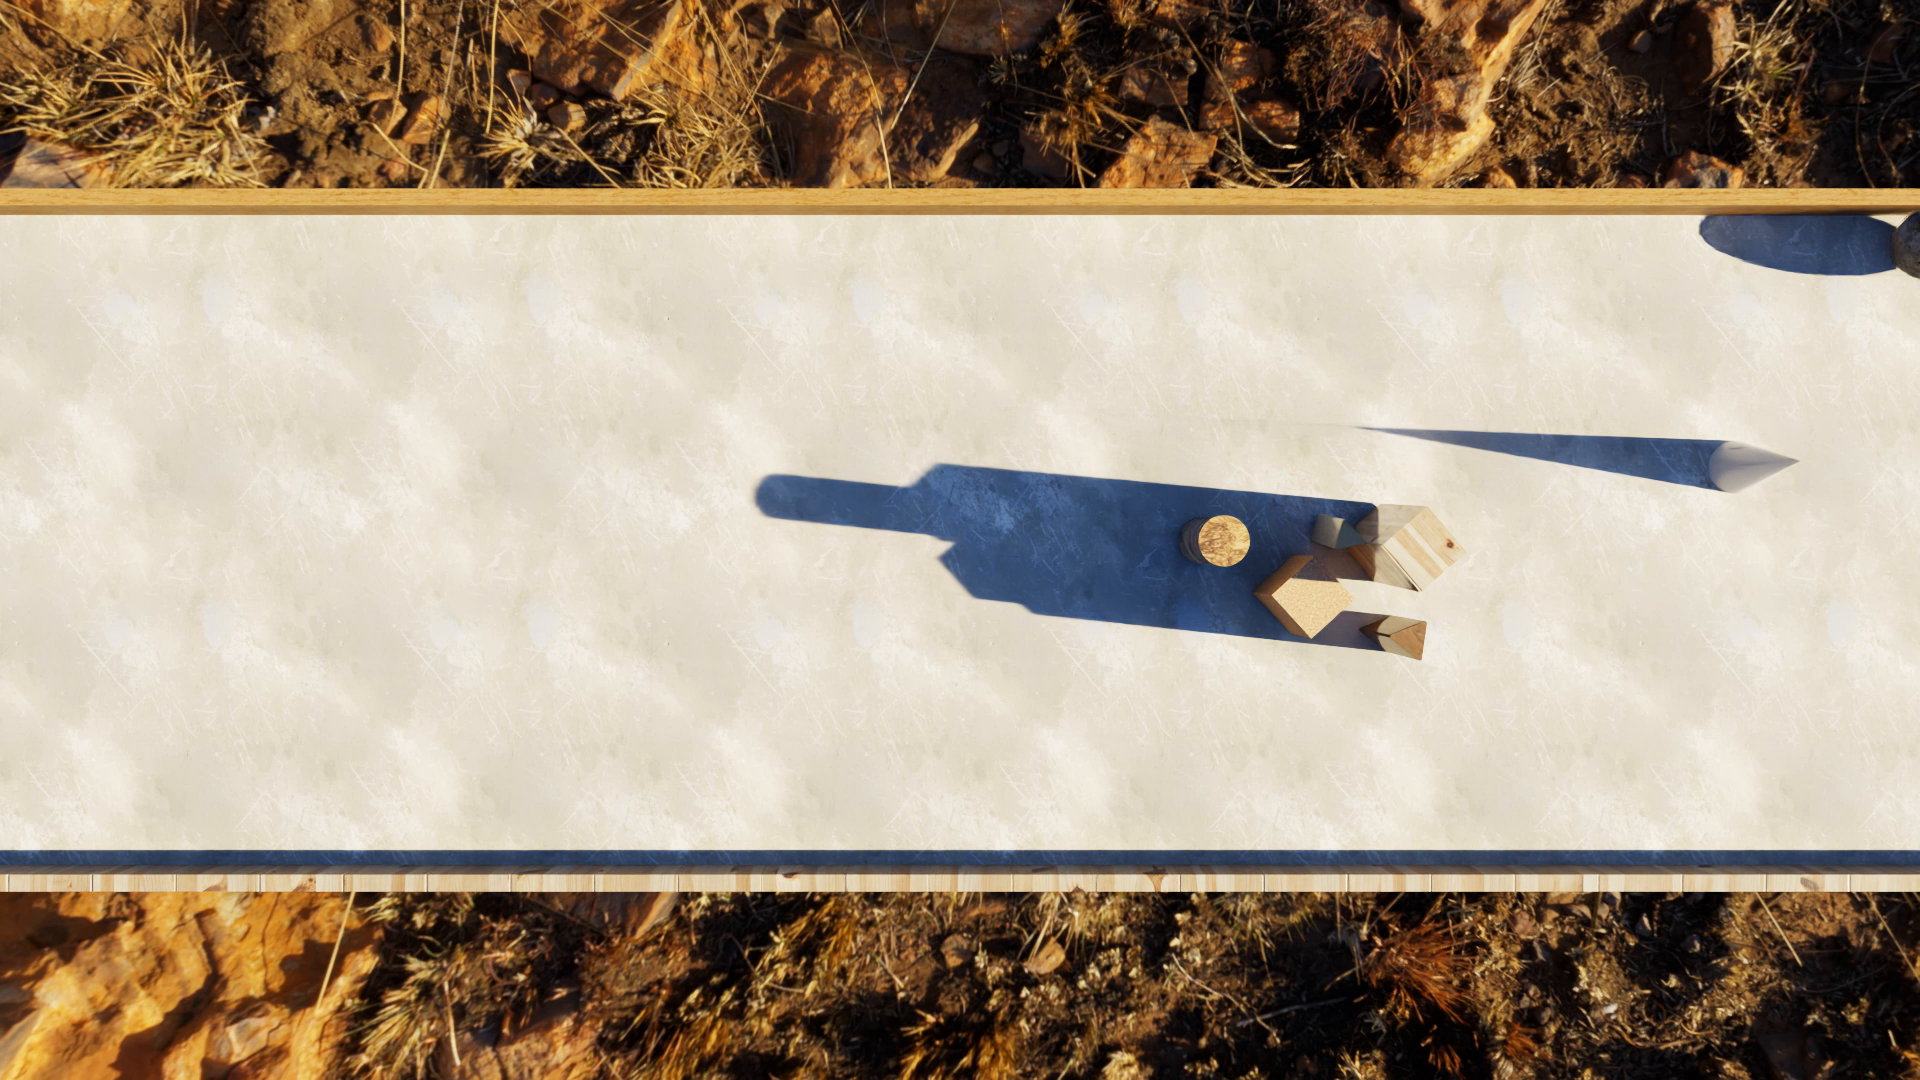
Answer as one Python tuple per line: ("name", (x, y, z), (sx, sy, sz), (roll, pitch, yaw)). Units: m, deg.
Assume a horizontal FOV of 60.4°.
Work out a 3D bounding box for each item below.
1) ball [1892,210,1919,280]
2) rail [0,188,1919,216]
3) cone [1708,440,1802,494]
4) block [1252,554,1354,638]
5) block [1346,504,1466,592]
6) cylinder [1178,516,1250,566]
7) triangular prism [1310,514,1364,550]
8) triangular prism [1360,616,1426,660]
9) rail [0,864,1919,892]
("ball", (2.931, -0.892, 4.968), (0.217, 0.217, 0.217), (0, 90, 0))
("rail", (-2.247, -1.025, 5.002), (12.000, 0.150, 0.050), (0, 90, 0))
("cone", (2.385, -0.224, 4.876), (0.164, 0.401, 0.164), (0, 90, 0))
("block", (1.018, 0.164, 4.913), (0.170, 0.326, 0.170), (-42, 90, 0))
("block", (1.291, 0.017, 4.844), (0.171, 0.456, 0.171), (-41, 93, 0))
("cylinder", (0.743, 0.002, 4.857), (0.144, 0.440, 0.144), (0, 90, 0))
("triangular prism", (1.114, -0.032, 4.912), (0.089, 0.323, 0.078), (-12, 94, 0))
("triangular prism", (1.302, 0.271, 4.894), (0.112, 0.366, 0.097), (38, 90, 0))
("rail", (-2.247, 1.025, 5.001), (12.000, 0.150, 0.050), (0, 90, 0))
